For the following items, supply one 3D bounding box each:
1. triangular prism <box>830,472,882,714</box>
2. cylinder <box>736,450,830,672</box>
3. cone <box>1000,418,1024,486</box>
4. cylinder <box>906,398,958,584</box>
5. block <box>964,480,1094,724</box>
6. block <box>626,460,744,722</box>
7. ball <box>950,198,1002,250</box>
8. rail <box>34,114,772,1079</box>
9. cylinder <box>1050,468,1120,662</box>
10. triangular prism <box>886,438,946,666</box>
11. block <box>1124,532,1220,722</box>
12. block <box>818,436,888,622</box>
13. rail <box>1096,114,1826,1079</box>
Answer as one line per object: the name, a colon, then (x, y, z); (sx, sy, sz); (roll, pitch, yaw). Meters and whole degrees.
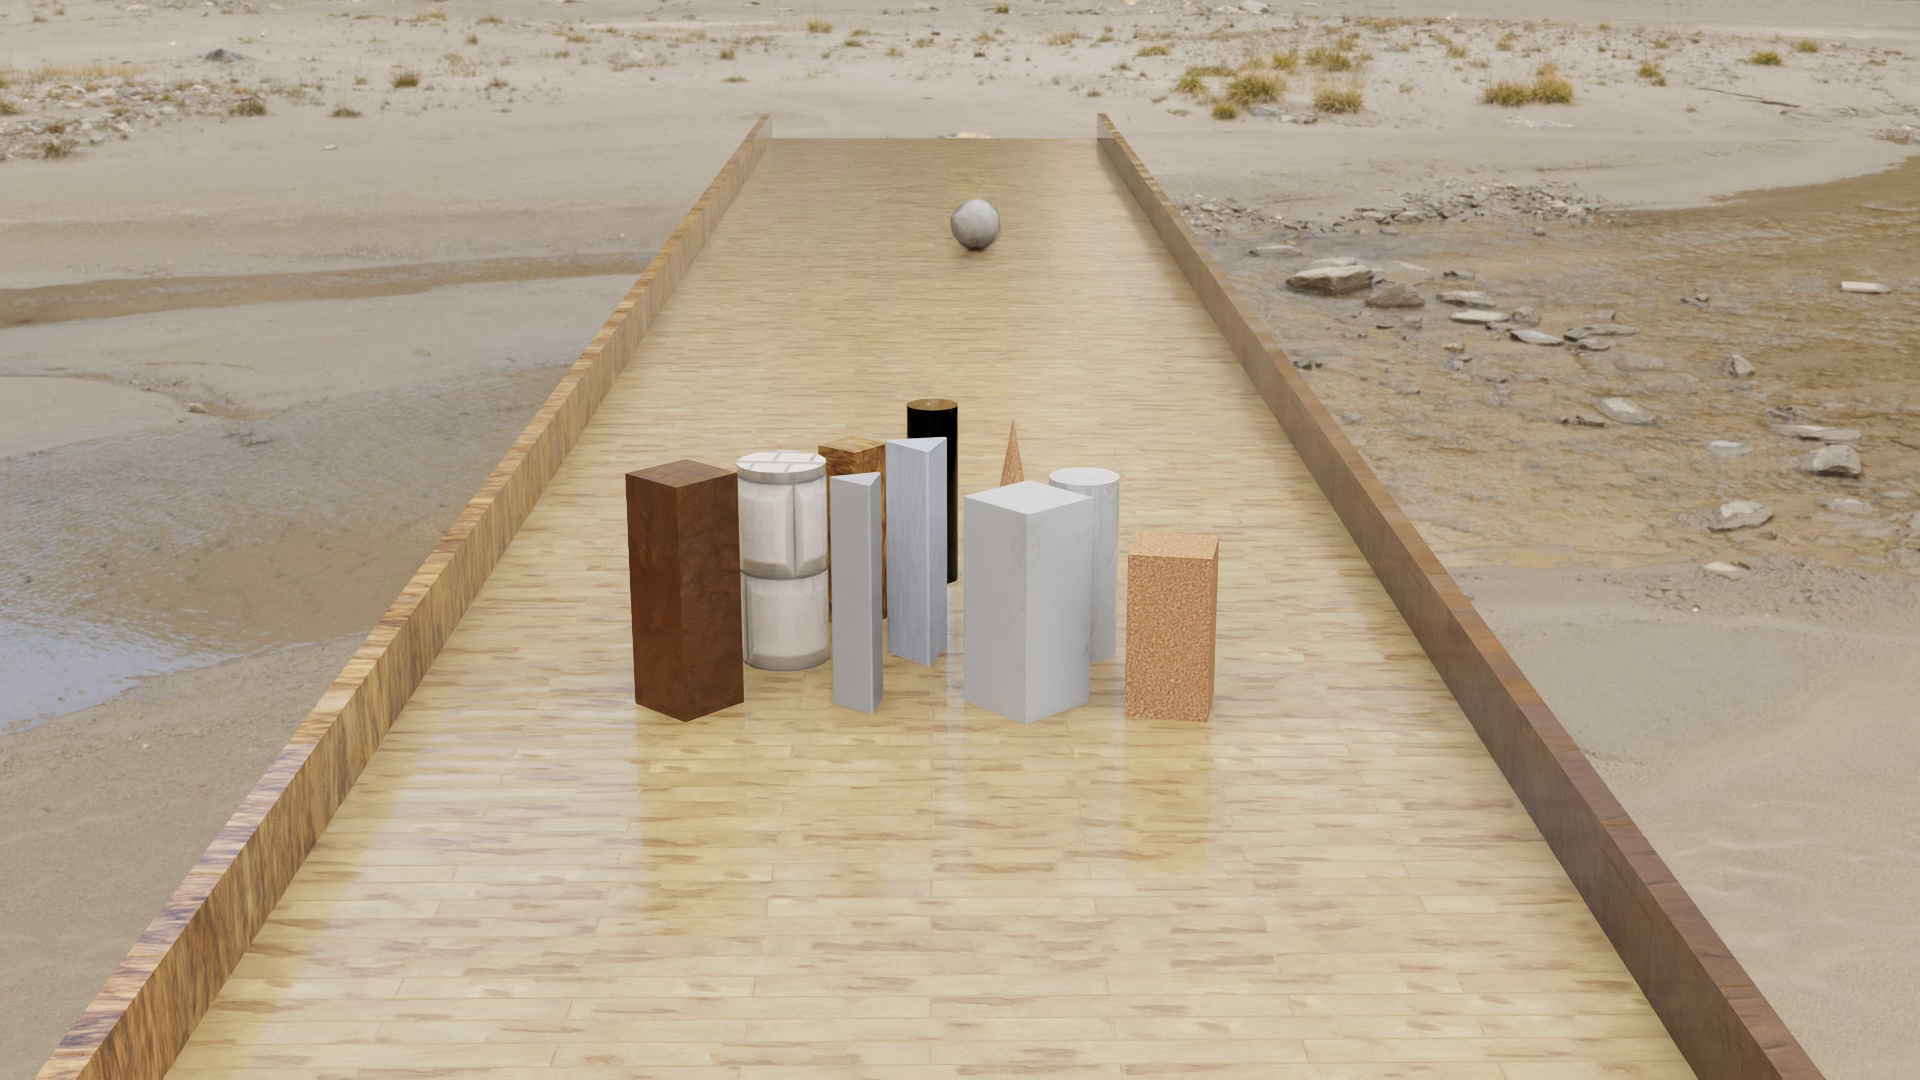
triangular prism: (-0.176, 0.096, 4.124); (0.097, 0.445, 0.084); (13, 21, 37)
cylinder: (-0.351, 0.040, 4.377); (0.176, 0.407, 0.176); (0, 17, 0)
cone: (0.110, -0.047, 4.630); (0.157, 0.431, 0.157); (0, 17, 0)
cylinder: (-0.061, -0.106, 4.885); (0.114, 0.399, 0.114); (0, 17, 0)
block: (0.126, 0.114, 4.134); (0.170, 0.405, 0.170); (-15, 22, -41)
block: (-0.514, 0.093, 4.121); (0.146, 0.452, 0.146); (15, 22, 41)
ball: (0.068, -1.349, 9.383); (0.217, 0.217, 0.217); (0, 17, 0)
rail: (-1.118, -0.838, 7.780); (0.050, 0.150, 12.000); (0, 17, -1)
cylinder: (0.247, 0.050, 4.414); (0.141, 0.368, 0.141); (0, 17, 0)
triangular prism: (-0.067, 0.017, 4.396); (0.105, 0.441, 0.121); (-15, 22, -41)
block: (0.398, 0.161, 4.128); (0.155, 0.317, 0.155); (3, 17, 10)
block: (-0.222, -0.017, 4.616); (0.103, 0.380, 0.103); (13, 21, 37)
rail: (0.932, -0.844, 7.801); (0.050, 0.150, 12.000); (0, 17, -1)
